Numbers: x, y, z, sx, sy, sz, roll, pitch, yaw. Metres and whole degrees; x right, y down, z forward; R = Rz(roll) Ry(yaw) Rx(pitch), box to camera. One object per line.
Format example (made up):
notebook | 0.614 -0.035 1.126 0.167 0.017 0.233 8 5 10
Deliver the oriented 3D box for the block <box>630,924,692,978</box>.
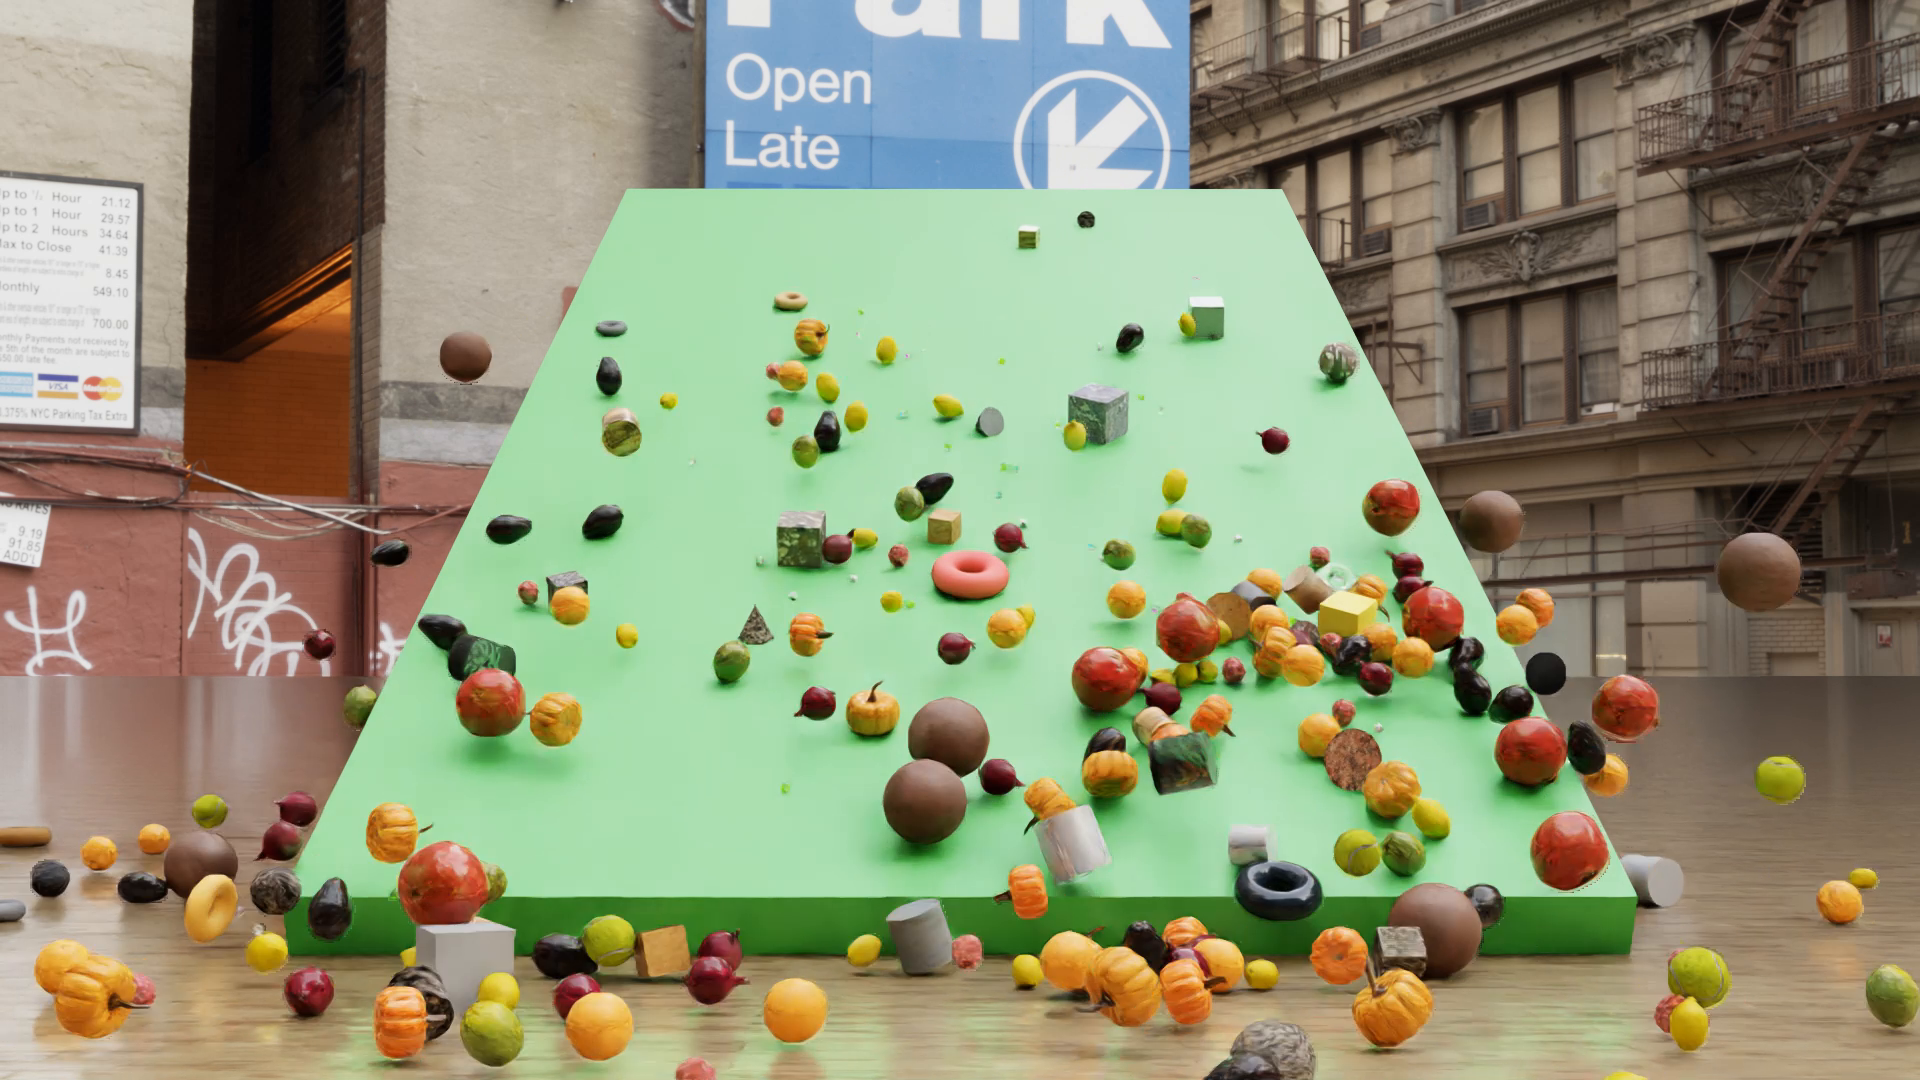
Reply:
block | -0.409 0.562 3.173 0.060 0.060 0.060 -9 -7 -24

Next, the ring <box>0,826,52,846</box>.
ring | -2.259 0.716 5.598 0.130 0.043 0.130 0 -5 0

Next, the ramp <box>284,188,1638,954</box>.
ramp | -0.008 -0.227 5.272 2.000 0.100 4.000 0 24 0

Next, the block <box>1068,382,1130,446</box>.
block | 0.307 -0.280 5.148 0.098 0.098 0.098 15 28 31

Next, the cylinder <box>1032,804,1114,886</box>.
cylinder | 0.166 0.450 3.420 0.092 0.092 0.092 -21 -12 -4

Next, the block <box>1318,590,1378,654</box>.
block | 0.700 0.147 4.195 0.077 0.077 0.077 16 28 32

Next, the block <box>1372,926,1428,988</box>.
block | 0.586 0.557 3.097 0.057 0.057 0.057 0 34 -2

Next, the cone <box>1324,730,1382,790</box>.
cone | 0.656 0.358 3.751 0.099 0.099 0.099 -2 -9 34

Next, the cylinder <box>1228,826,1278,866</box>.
cylinder | 0.440 0.458 3.482 0.060 0.060 0.060 -4 -4 24

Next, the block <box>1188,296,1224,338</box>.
block | 0.615 -0.556 5.802 0.083 0.083 0.083 0 24 1

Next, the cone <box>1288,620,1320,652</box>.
cone | 0.618 0.174 4.198 0.057 0.057 0.057 0 -3 0

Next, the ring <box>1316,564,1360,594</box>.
ring | 0.711 0.081 4.377 0.087 0.087 0.029 0 -42 -8

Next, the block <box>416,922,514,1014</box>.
block | -0.623 0.538 2.919 0.100 0.100 0.100 2 -4 -26

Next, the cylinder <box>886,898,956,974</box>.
cylinder | -0.054 0.551 3.233 0.078 0.078 0.078 -18 7 2

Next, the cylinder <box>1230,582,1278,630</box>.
cylinder | 0.537 0.120 4.267 0.069 0.069 0.069 1 21 -24

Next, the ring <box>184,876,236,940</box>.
ring | -1.140 0.560 3.530 0.035 0.105 0.105 23 1 10

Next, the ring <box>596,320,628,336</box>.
ring | -0.871 -0.531 5.807 0.078 0.026 0.078 1 23 0

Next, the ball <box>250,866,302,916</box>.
ball | -0.993 0.509 3.366 0.071 0.071 0.071 0 -3 0

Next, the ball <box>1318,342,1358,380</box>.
ball | 0.895 -0.423 5.487 0.092 0.092 0.092 0 -3 0

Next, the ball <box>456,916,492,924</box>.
ball | -0.661 0.557 3.158 0.088 0.088 0.088 0 -3 0

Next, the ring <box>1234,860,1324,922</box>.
ring | 0.466 0.513 3.398 0.131 0.044 0.131 1 23 0

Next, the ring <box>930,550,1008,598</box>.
ring | 0.019 0.065 4.414 0.150 0.050 0.150 3 26 -1

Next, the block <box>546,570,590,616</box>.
block | -0.731 0.098 4.325 0.058 0.058 0.058 -13 27 -28

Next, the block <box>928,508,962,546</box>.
block | -0.031 -0.027 4.622 0.052 0.052 0.052 10 25 21

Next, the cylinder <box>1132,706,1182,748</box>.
cylinder | 0.326 0.315 3.826 0.063 0.063 0.063 2 21 -26

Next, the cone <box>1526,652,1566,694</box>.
cone | 1.012 0.233 4.067 0.076 0.076 0.076 0 -3 -9

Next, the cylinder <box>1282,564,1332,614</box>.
cylinder | 0.632 0.090 4.224 0.065 0.065 0.065 44 -19 -16

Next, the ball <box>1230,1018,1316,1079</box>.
ball | 0.304 0.509 2.260 0.084 0.084 0.084 0 -3 0

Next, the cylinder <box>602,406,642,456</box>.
cylinder | -0.689 -0.220 4.716 0.079 0.079 0.079 1 23 -11

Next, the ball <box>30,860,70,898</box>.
ball | -1.698 0.633 4.329 0.068 0.068 0.068 0 -3 0

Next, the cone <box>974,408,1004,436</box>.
cone | 0.051 -0.258 5.181 0.067 0.067 0.067 2 -9 -34

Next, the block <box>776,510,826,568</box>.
block | -0.309 -0.002 4.524 0.084 0.084 0.084 2 24 4

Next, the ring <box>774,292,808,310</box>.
ring | -0.438 -0.618 6.005 0.089 0.030 0.089 3 26 -1

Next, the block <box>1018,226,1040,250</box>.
block | 0.195 -0.850 6.514 0.051 0.051 0.051 8 25 16

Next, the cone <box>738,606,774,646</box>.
cone | -0.370 0.147 4.206 0.065 0.065 0.065 0 24 0

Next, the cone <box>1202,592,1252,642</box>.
cone | 0.487 0.136 4.246 0.091 0.091 0.091 0 4 6

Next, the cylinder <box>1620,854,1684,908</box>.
cylinder | 1.241 0.615 4.186 0.087 0.087 0.087 2 -4 -29

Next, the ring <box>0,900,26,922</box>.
ring | -1.632 0.629 3.930 0.094 0.031 0.094 -1 -2 0
